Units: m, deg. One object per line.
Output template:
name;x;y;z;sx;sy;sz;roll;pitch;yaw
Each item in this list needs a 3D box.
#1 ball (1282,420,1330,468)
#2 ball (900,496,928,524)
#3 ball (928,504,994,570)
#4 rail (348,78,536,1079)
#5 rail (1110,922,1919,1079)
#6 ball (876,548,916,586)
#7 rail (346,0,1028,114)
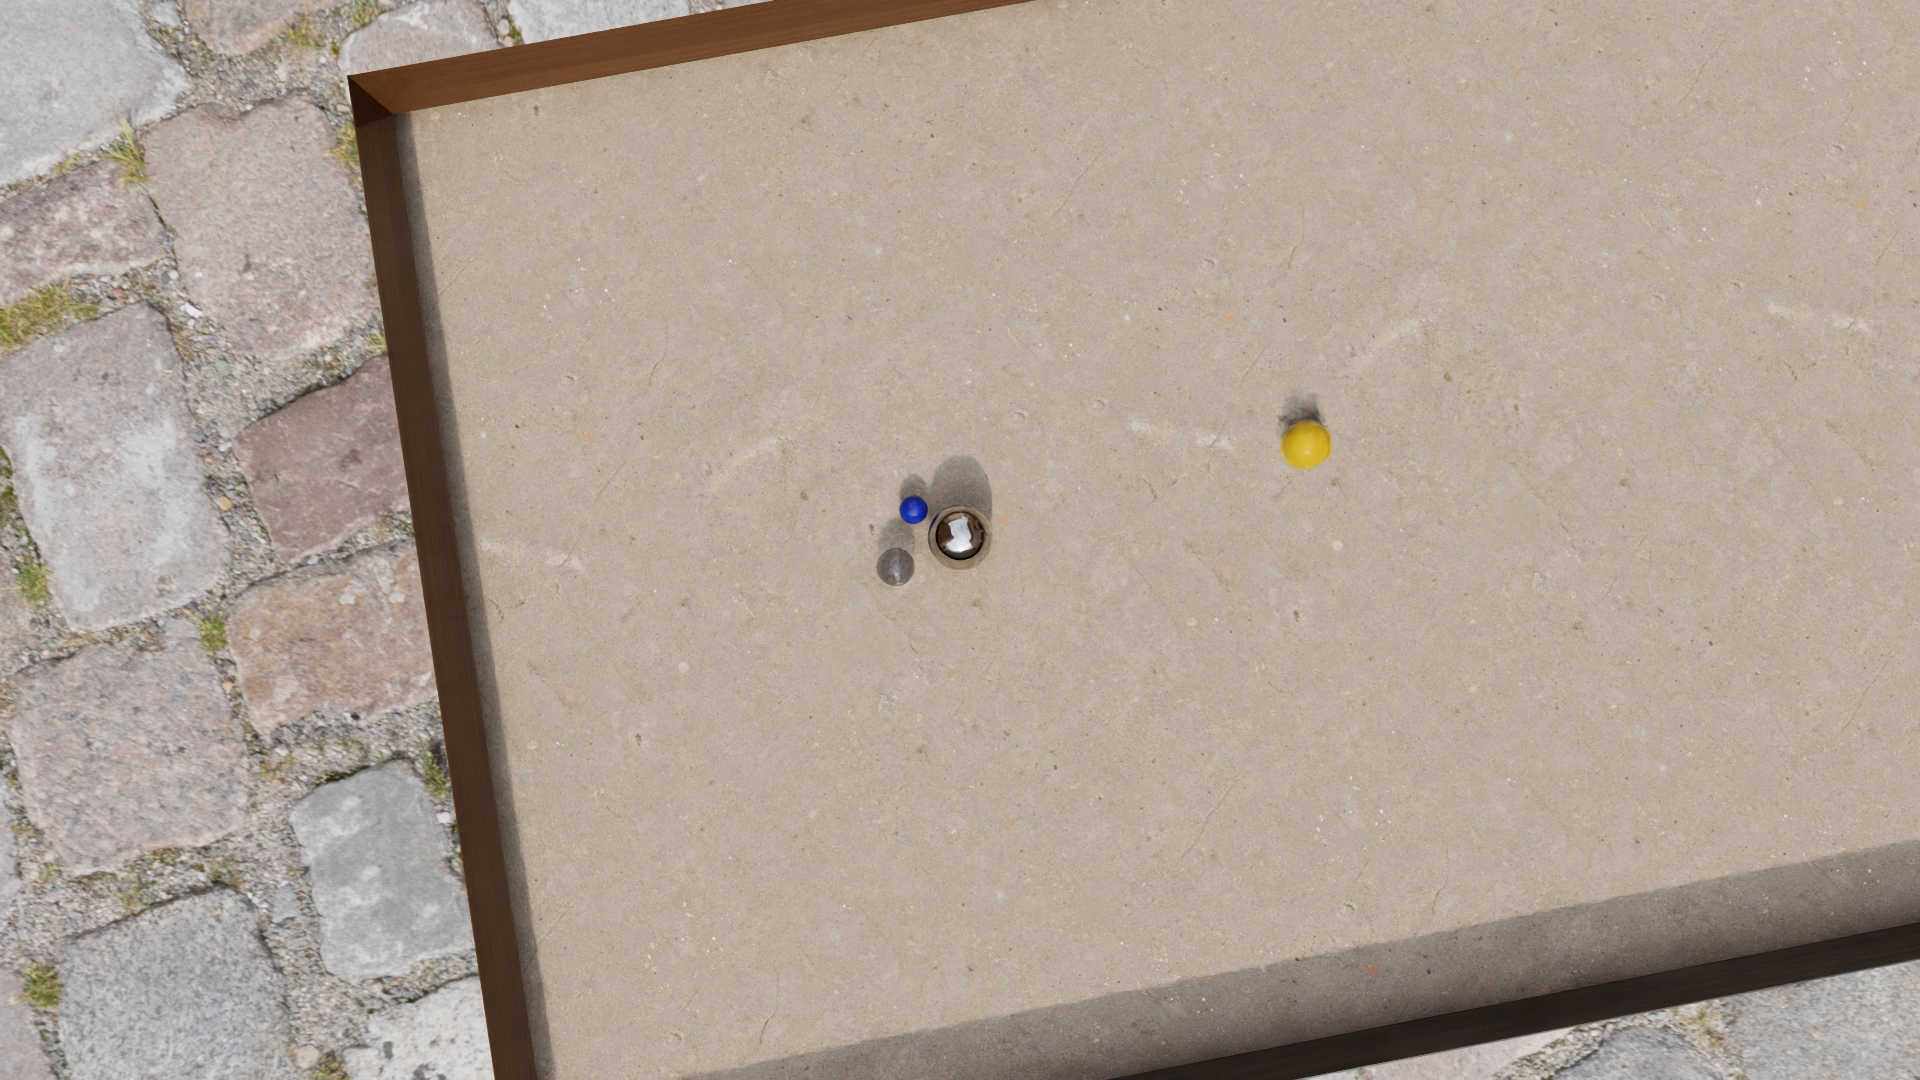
ball;0.522;-0.143;3.309;0.072;0.072;0.072;0;80;0
ball;-0.070;-0.045;3.306;0.044;0.044;0.044;0;80;0
ball;0.000;-0.003;3.271;0.098;0.098;0.098;0;80;0
rail;-0.744;0.132;3.231;0.045;0.127;1.708;-10;80;-2
rail;0.920;0.656;3.138;3.122;0.127;0.045;-10;80;-2
ball;-0.096;0.040;3.283;0.058;0.058;0.058;0;80;0
rail;0.613;-0.951;3.423;3.122;0.127;0.045;-10;80;-2
